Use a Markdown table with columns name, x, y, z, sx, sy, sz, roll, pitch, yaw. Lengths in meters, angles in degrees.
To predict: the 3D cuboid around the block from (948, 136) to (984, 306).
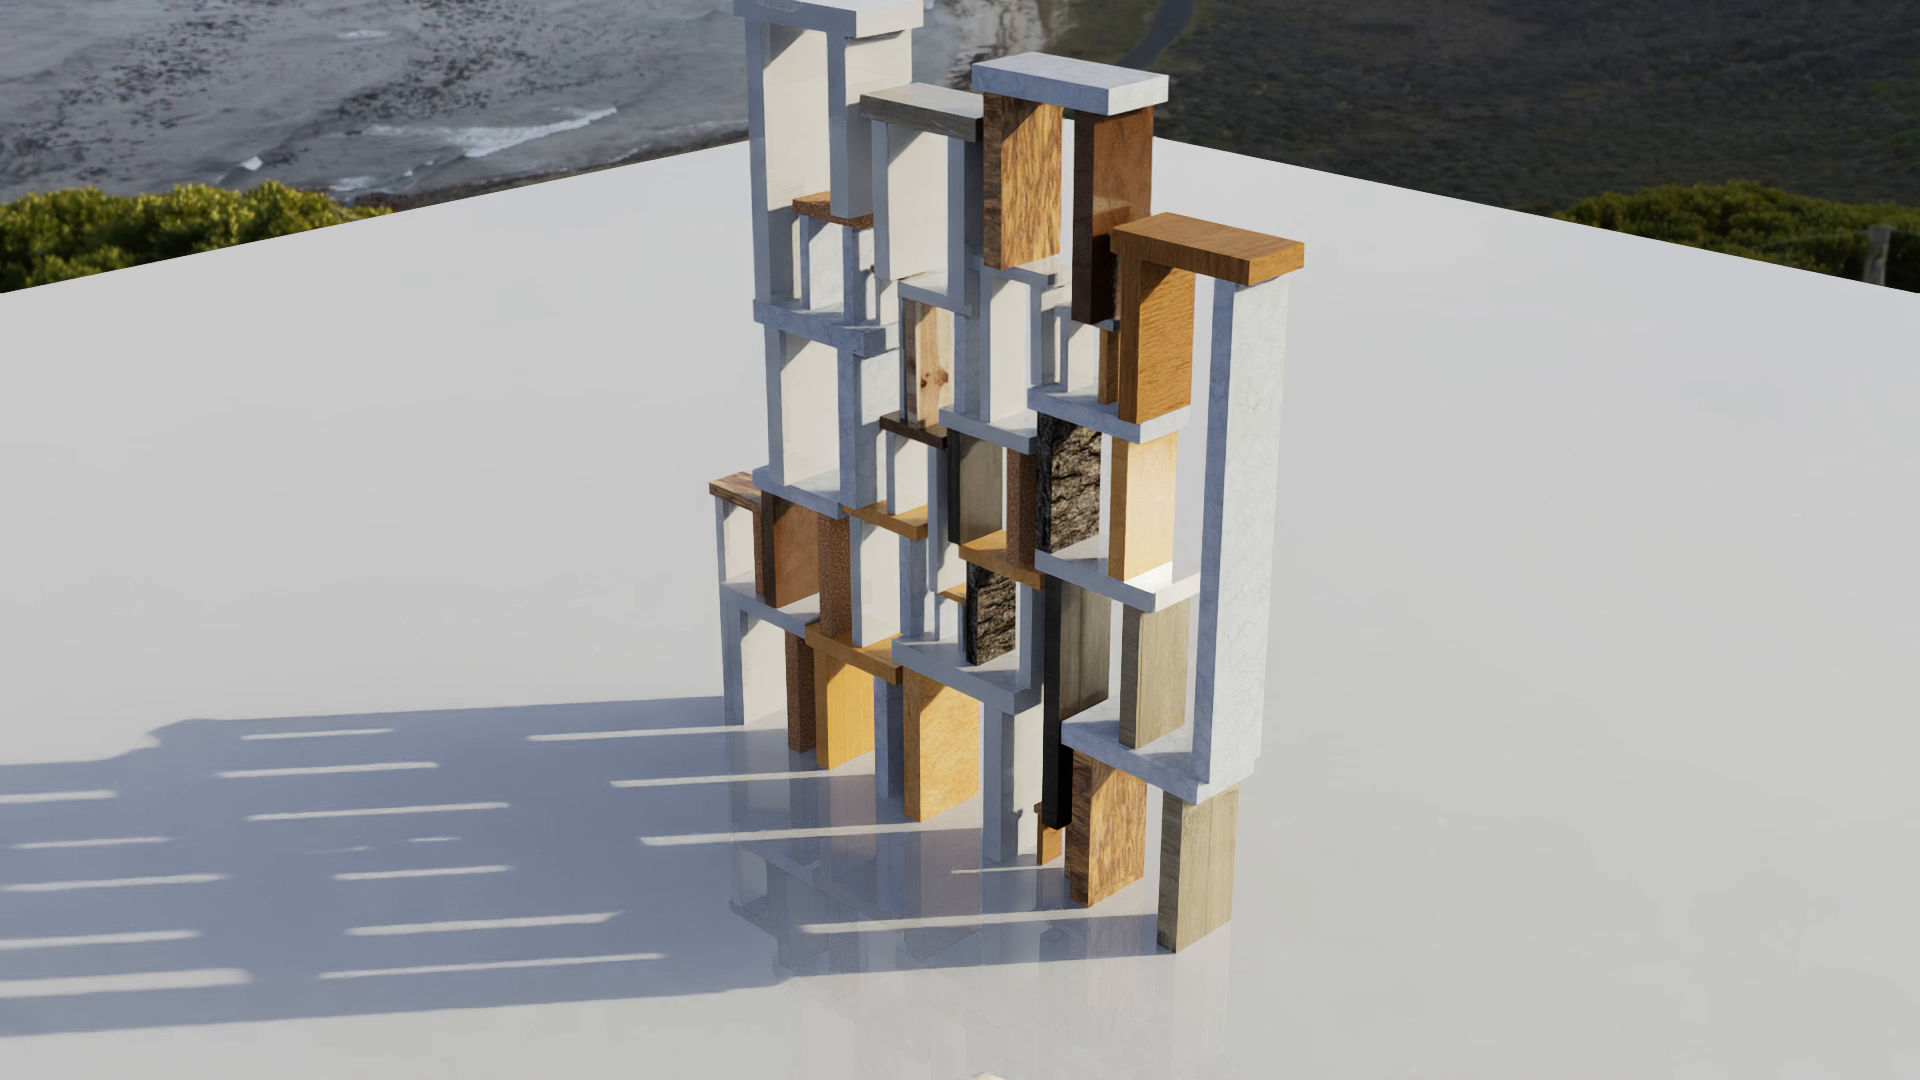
| name | x | y | z | sx | sy | sz | roll | pitch | yaw |
| --- | --- | --- | --- | --- | --- | --- | --- | --- | --- |
| block | 0.045 | -0.582 | 3.931 | 0.147 | 0.300 | 0.042 | -22 | 32 | -40 |

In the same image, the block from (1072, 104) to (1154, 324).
| name | x | y | z | sx | sy | sz | roll | pitch | yaw |
| --- | --- | --- | --- | --- | --- | --- | --- | --- | --- |
| block | 0.256 | -0.555 | 3.704 | 0.043 | 0.359 | 0.152 | 20 | 30 | 40 |

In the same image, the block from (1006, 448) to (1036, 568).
| name | x | y | z | sx | sy | sz | roll | pitch | yaw |
| --- | --- | --- | --- | --- | --- | --- | --- | --- | --- |
| block | 0.137 | -0.072 | 4.044 | 0.032 | 0.229 | 0.114 | 21 | 31 | 41 |

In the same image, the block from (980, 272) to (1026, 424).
| name | x | y | z | sx | sy | sz | roll | pitch | yaw |
| --- | --- | --- | --- | --- | --- | --- | --- | --- | --- |
| block | 0.077 | -0.357 | 3.981 | 0.026 | 0.280 | 0.091 | 21 | 31 | 40 |

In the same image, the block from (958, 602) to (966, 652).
| name | x | y | z | sx | sy | sz | roll | pitch | yaw |
| --- | --- | --- | --- | --- | --- | --- | --- | --- | --- |
| block | 0.018 | 0.162 | 4.275 | 0.050 | 0.100 | 0.014 | -21 | 30 | -41 |

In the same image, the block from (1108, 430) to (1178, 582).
| name | x | y | z | sx | sy | sz | roll | pitch | yaw |
| --- | --- | --- | --- | --- | --- | --- | --- | --- | --- |
| block | 0.319 | -0.070 | 3.842 | 0.037 | 0.262 | 0.131 | 21 | 31 | 41 |

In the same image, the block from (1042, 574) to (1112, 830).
| name | x | y | z | sx | sy | sz | roll | pitch | yaw |
| --- | --- | --- | --- | --- | --- | --- | --- | --- | --- |
| block | 0.218 | 0.285 | 4.106 | 0.039 | 0.520 | 0.139 | 21 | 31 | 41 |

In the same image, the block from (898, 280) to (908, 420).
| name | x | y | z | sx | sy | sz | roll | pitch | yaw |
| --- | --- | --- | --- | --- | --- | --- | --- | --- | --- |
| block | -0.093 | -0.364 | 4.171 | 0.050 | 0.272 | 0.014 | -22 | 31 | -40 |

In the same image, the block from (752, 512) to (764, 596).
| name | x | y | z | sx | sy | sz | roll | pitch | yaw |
| --- | --- | --- | --- | --- | --- | --- | --- | --- | --- |
| block | -0.392 | 0.018 | 4.664 | 0.027 | 0.187 | 0.094 | 21 | 31 | 41 |

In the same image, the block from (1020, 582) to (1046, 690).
| name | x | y | z | sx | sy | sz | roll | pitch | yaw |
| --- | --- | --- | --- | --- | --- | --- | --- | --- | --- |
| block | 0.159 | 0.165 | 4.124 | 0.106 | 0.211 | 0.030 | -21 | 31 | -41 |

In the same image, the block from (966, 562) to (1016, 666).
| name | x | y | z | sx | sy | sz | roll | pitch | yaw |
| --- | --- | --- | --- | --- | --- | --- | --- | --- | --- |
| block | 0.060 | 0.126 | 4.217 | 0.030 | 0.211 | 0.106 | 21 | 31 | 40 |

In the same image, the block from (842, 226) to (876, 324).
| name | x | y | z | sx | sy | sz | roll | pitch | yaw |
| --- | --- | --- | --- | --- | --- | --- | --- | --- | --- |
| block | -0.180 | -0.515 | 4.197 | 0.026 | 0.186 | 0.093 | 21 | 31 | 40 |

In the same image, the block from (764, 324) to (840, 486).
| name | x | y | z | sx | sy | sz | roll | pitch | yaw |
| --- | --- | --- | --- | --- | --- | --- | --- | --- | --- |
| block | -0.314 | -0.289 | 4.445 | 0.046 | 0.332 | 0.161 | 21 | 31 | 40 |

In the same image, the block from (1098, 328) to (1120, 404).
| name | x | y | z | sx | sy | sz | roll | pitch | yaw |
| --- | --- | --- | --- | --- | --- | --- | --- | --- | --- |
| block | 0.269 | -0.306 | 3.797 | 0.019 | 0.134 | 0.067 | 21 | 31 | 40 |

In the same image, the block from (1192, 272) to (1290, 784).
| name | x | y | z | sx | sy | sz | roll | pitch | yaw |
| --- | --- | --- | --- | --- | --- | --- | --- | --- | --- |
| block | 0.469 | -0.016 | 3.704 | 0.041 | 0.903 | 0.144 | 21 | 31 | 41 |

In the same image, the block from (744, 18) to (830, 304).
| name | x | y | z | sx | sy | sz | roll | pitch | yaw |
| --- | --- | --- | --- | --- | --- | --- | --- | --- | --- |
| block | -0.328 | -0.743 | 4.270 | 0.048 | 0.549 | 0.168 | 21 | 31 | 40 |

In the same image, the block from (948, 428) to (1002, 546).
| name | x | y | z | sx | sy | sz | roll | pitch | yaw |
| --- | --- | --- | --- | --- | --- | --- | --- | --- | --- |
| block | 0.029 | -0.115 | 4.144 | 0.114 | 0.229 | 0.032 | -21 | 31 | -40 |

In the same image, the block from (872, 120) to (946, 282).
| name | x | y | z | sx | sy | sz | roll | pitch | yaw |
| --- | --- | --- | --- | --- | --- | --- | --- | --- | --- |
| block | -0.093 | -0.638 | 4.055 | 0.147 | 0.293 | 0.042 | -22 | 31 | -40 |

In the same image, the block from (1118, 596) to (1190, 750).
| name | x | y | z | sx | sy | sz | roll | pitch | yaw |
| --- | --- | --- | --- | --- | --- | --- | --- | --- | --- |
| block | 0.349 | 0.224 | 3.939 | 0.039 | 0.277 | 0.139 | 21 | 31 | 41 |

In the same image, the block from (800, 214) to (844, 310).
| name | x | y | z | sx | sy | sz | roll | pitch | yaw |
| --- | --- | --- | --- | --- | --- | --- | --- | --- | --- |
| block | -0.267 | -0.549 | 4.278 | 0.026 | 0.186 | 0.093 | 21 | 31 | 40 |

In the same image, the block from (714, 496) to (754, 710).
| name | x | y | z | sx | sy | sz | roll | pitch | yaw |
| --- | --- | --- | --- | --- | --- | --- | --- | --- | --- |
| block | -0.480 | 0.130 | 4.807 | 0.027 | 0.506 | 0.094 | 21 | 31 | 41 |

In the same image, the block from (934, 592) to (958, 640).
| name | x | y | z | sx | sy | sz | roll | pitch | yaw |
| --- | --- | --- | --- | --- | --- | --- | --- | --- | --- |
| block | -0.027 | 0.143 | 4.319 | 0.050 | 0.100 | 0.014 | -21 | 31 | -40 |

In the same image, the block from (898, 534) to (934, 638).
| name | x | y | z | sx | sy | sz | roll | pitch | yaw |
| --- | --- | --- | --- | --- | --- | --- | --- | --- | --- |
| block | -0.070 | 0.076 | 4.332 | 0.030 | 0.213 | 0.107 | 21 | 31 | 41 |

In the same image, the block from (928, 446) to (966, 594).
| name | x | y | z | sx | sy | sz | roll | pitch | yaw |
| --- | --- | --- | --- | --- | --- | --- | --- | --- | --- |
| block | -0.023 | -0.050 | 4.226 | 0.024 | 0.300 | 0.085 | 21 | 31 | 40 |

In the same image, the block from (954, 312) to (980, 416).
| name | x | y | z | sx | sy | sz | roll | pitch | yaw |
| --- | --- | --- | --- | --- | --- | --- | --- | --- | --- |
| block | 0.032 | -0.334 | 4.041 | 0.027 | 0.190 | 0.095 | 21 | 31 | 39 |

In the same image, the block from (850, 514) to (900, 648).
| name | x | y | z | sx | sy | sz | roll | pitch | yaw |
| --- | --- | --- | --- | --- | --- | --- | --- | --- | --- |
| block | -0.171 | 0.069 | 4.439 | 0.030 | 0.284 | 0.107 | 21 | 31 | 41 |

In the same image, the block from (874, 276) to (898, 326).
| name | x | y | z | sx | sy | sz | roll | pitch | yaw |
| --- | --- | --- | --- | --- | --- | --- | --- | --- | --- |
| block | -0.138 | -0.463 | 4.184 | 0.050 | 0.101 | 0.014 | -21 | 31 | -40 |

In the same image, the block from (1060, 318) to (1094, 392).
| name | x | y | z | sx | sy | sz | roll | pitch | yaw |
| --- | --- | --- | --- | --- | --- | --- | --- | --- | --- |
| block | 0.205 | -0.331 | 3.855 | 0.019 | 0.134 | 0.067 | 21 | 31 | 41 |

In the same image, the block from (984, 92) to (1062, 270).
| name | x | y | z | sx | sy | sz | roll | pitch | yaw |
| --- | --- | --- | --- | --- | --- | --- | --- | --- | --- |
| block | 0.109 | -0.636 | 3.822 | 0.152 | 0.304 | 0.043 | -22 | 31 | -40 |

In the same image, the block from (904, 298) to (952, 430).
| name | x | y | z | sx | sy | sz | roll | pitch | yaw |
| --- | --- | --- | --- | --- | --- | --- | --- | --- | --- |
| block | -0.058 | -0.342 | 4.141 | 0.027 | 0.254 | 0.095 | 20 | 30 | 41 |

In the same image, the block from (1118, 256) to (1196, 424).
| name | x | y | z | sx | sy | sz | roll | pitch | yaw |
| --- | --- | --- | --- | --- | --- | --- | --- | --- | --- |
| block | 0.333 | -0.352 | 3.707 | 0.041 | 0.287 | 0.144 | 21 | 31 | 41 |

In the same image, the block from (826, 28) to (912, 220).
| name | x | y | z | sx | sy | sz | roll | pitch | yaw |
| --- | --- | --- | --- | --- | --- | --- | --- | --- | --- |
| block | -0.166 | -0.780 | 4.084 | 0.048 | 0.337 | 0.168 | 21 | 30 | 40 |

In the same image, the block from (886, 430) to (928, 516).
| name | x | y | z | sx | sy | sz | roll | pitch | yaw |
| --- | --- | --- | --- | --- | --- | --- | --- | --- | --- |
| block | -0.104 | -0.141 | 4.274 | 0.085 | 0.171 | 0.024 | -21 | 31 | -40 |

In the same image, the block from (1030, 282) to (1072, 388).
| name | x | y | z | sx | sy | sz | roll | pitch | yaw |
| --- | --- | --- | --- | --- | --- | --- | --- | --- | --- |
| block | 0.164 | -0.369 | 3.884 | 0.026 | 0.182 | 0.091 | 19 | 29 | 40 |

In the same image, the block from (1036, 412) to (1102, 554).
| name | x | y | z | sx | sy | sz | roll | pitch | yaw |
| --- | --- | --- | --- | --- | --- | --- | --- | --- | --- |
| block | 0.196 | -0.119 | 3.956 | 0.037 | 0.262 | 0.131 | 21 | 31 | 41 |

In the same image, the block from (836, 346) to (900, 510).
| name | x | y | z | sx | sy | sz | roll | pitch | yaw |
| --- | --- | --- | --- | --- | --- | --- | --- | --- | --- |
| block | -0.162 | -0.235 | 4.303 | 0.161 | 0.321 | 0.046 | -21 | 31 | -41 |
